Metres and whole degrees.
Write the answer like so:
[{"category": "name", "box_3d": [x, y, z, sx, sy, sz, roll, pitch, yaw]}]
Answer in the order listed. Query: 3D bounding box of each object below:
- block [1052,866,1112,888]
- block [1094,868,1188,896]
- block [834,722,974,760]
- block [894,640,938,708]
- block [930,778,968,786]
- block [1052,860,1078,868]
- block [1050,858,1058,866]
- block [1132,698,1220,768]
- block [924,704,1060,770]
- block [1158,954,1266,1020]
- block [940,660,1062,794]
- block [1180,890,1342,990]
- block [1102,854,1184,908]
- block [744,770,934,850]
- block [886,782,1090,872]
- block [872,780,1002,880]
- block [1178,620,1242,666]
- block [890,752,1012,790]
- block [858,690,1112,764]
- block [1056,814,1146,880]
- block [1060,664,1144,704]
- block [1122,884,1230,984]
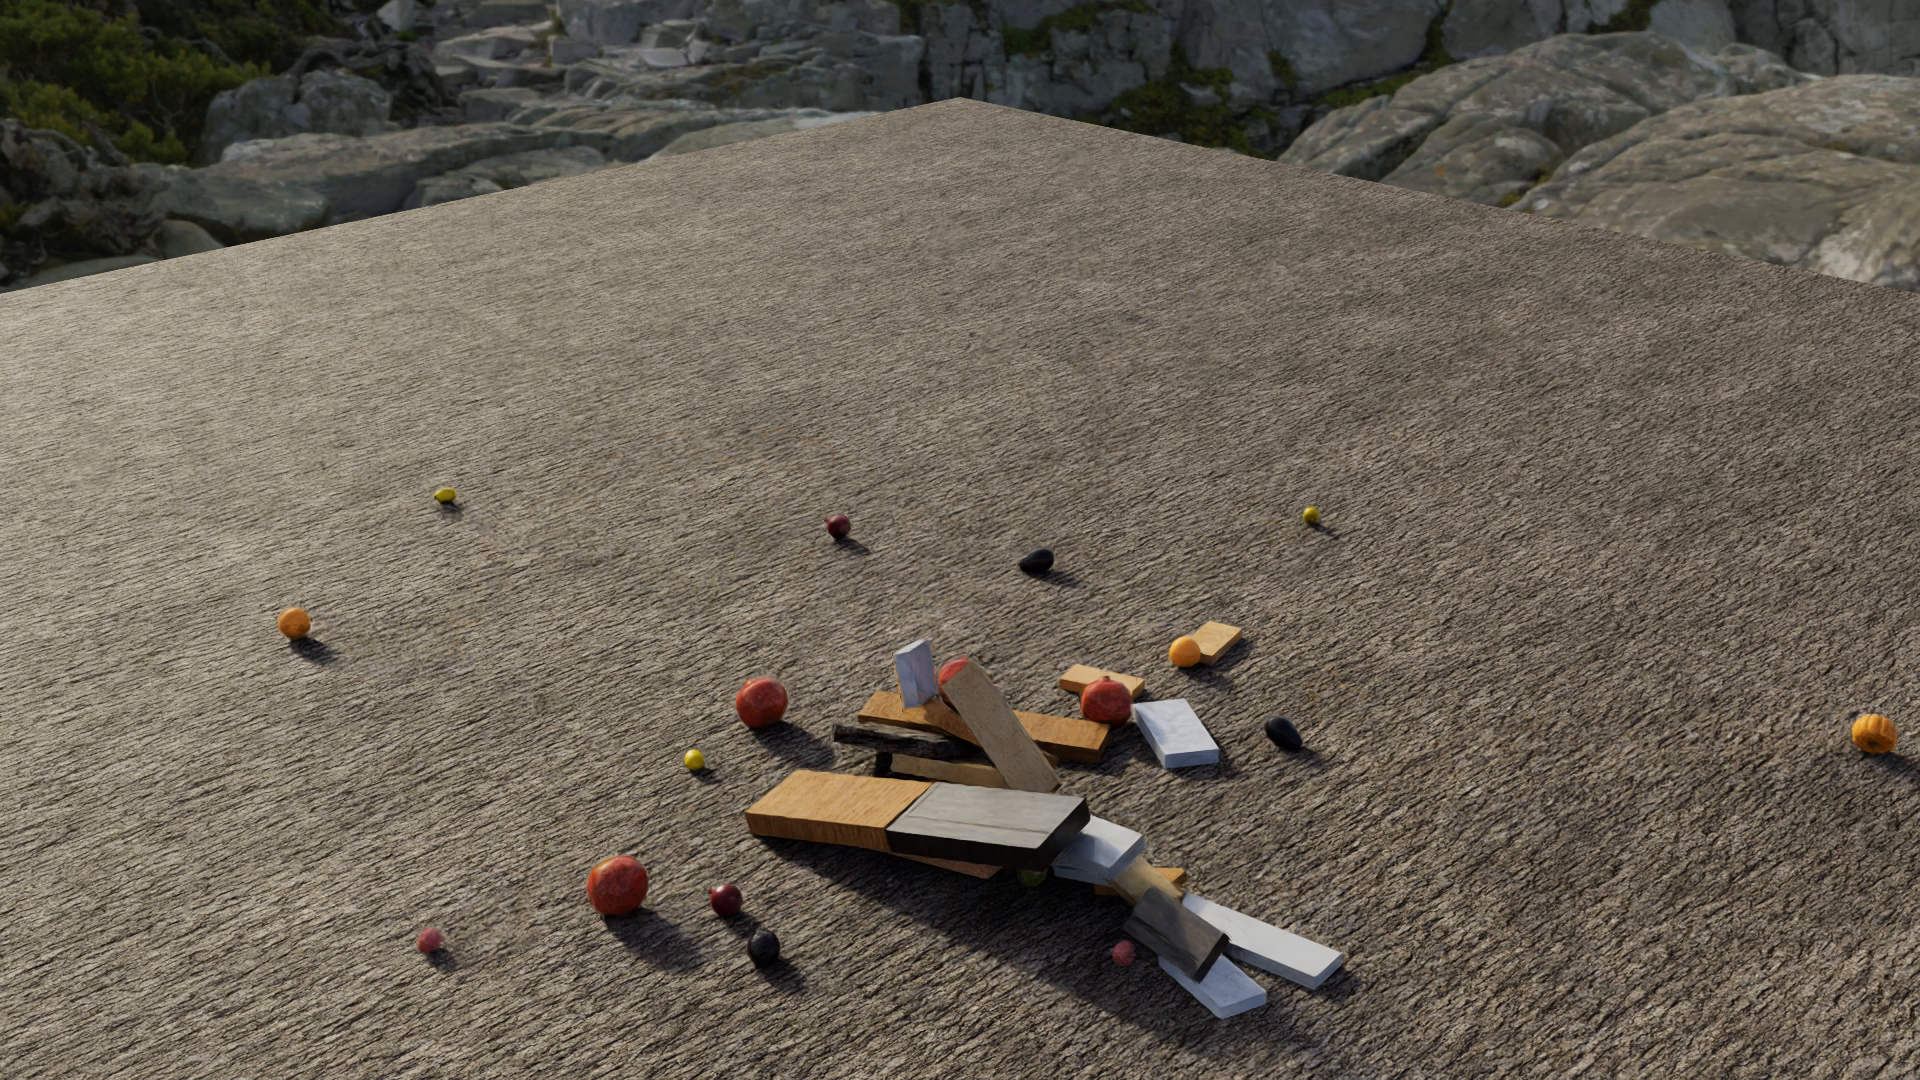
[{"category": "block", "box_3d": [0.264, 0.627, 4.204, 0.158, 0.022, 0.079, 3, 23, 43]}, {"category": "block", "box_3d": [0.342, 0.647, 4.161, 0.158, 0.022, 0.079, -2, 19, 33]}, {"category": "block", "box_3d": [-0.118, 0.420, 4.592, 0.262, 0.037, 0.131, 6, 1, 35]}, {"category": "block", "box_3d": [-0.094, 0.290, 4.787, 0.034, 0.119, 0.238, -11, 2, 9]}, {"category": "block", "box_3d": [0.008, 0.515, 4.459, 0.138, 0.020, 0.069, 20, 9, 40]}, {"category": "block", "box_3d": [0.229, 0.591, 4.219, 0.107, 0.030, 0.213, -22, 9, -36]}, {"category": "block", "box_3d": [0.130, 0.577, 4.228, 0.107, 0.030, 0.213, -29, 19, -27]}, {"category": "block", "box_3d": [0.463, 0.415, 4.739, 0.119, 0.034, 0.238, -5, 23, -11]}, {"category": "block", "box_3d": [0.064, 0.411, 4.540, 0.262, 0.037, 0.131, 22, 0, 34]}, {"category": "block", "box_3d": [0.446, 0.777, 3.896, 0.096, 0.027, 0.192, -12, 26, -27]}, {"category": "block", "box_3d": [0.082, 0.386, 4.357, 0.313, 0.086, 0.024, 54, 13, 23]}, {"category": "block", "box_3d": [0.510, 0.723, 4.022, 0.373, 0.027, 0.096, 17, 28, 35]}, {"category": "block", "box_3d": [0.335, 0.640, 4.081, 0.079, 0.022, 0.158, -21, 34, -23]}, {"category": "block", "box_3d": [-0.234, 0.529, 4.334, 0.349, 0.049, 0.175, 1, 25, 36]}, {"category": "block", "box_3d": [0.051, 0.536, 4.129, 0.349, 0.049, 0.175, 1, 27, 37]}, {"category": "block", "box_3d": [-0.022, 0.558, 4.262, 0.349, 0.049, 0.175, 7, 31, 44]}, {"category": "block", "box_3d": [0.588, 0.241, 5.162, 0.085, 0.024, 0.171, 13, 26, 28]}, {"category": "block", "box_3d": [0.005, 0.471, 4.508, 0.262, 0.037, 0.131, 6, 1, 31]}, {"category": "block", "box_3d": [0.052, 0.404, 4.766, 0.537, 0.034, 0.119, 7, 24, 16]}, {"category": "block", "box_3d": [0.228, 0.560, 4.110, 0.213, 0.030, 0.107, 16, 40, 38]}, {"category": "block", "box_3d": [0.322, 0.324, 4.965, 0.171, 0.024, 0.086, 12, 26, 26]}, {"category": "block", "box_3d": [0.384, 0.701, 3.924, 0.192, 0.027, 0.096, 29, 80, 47]}]
